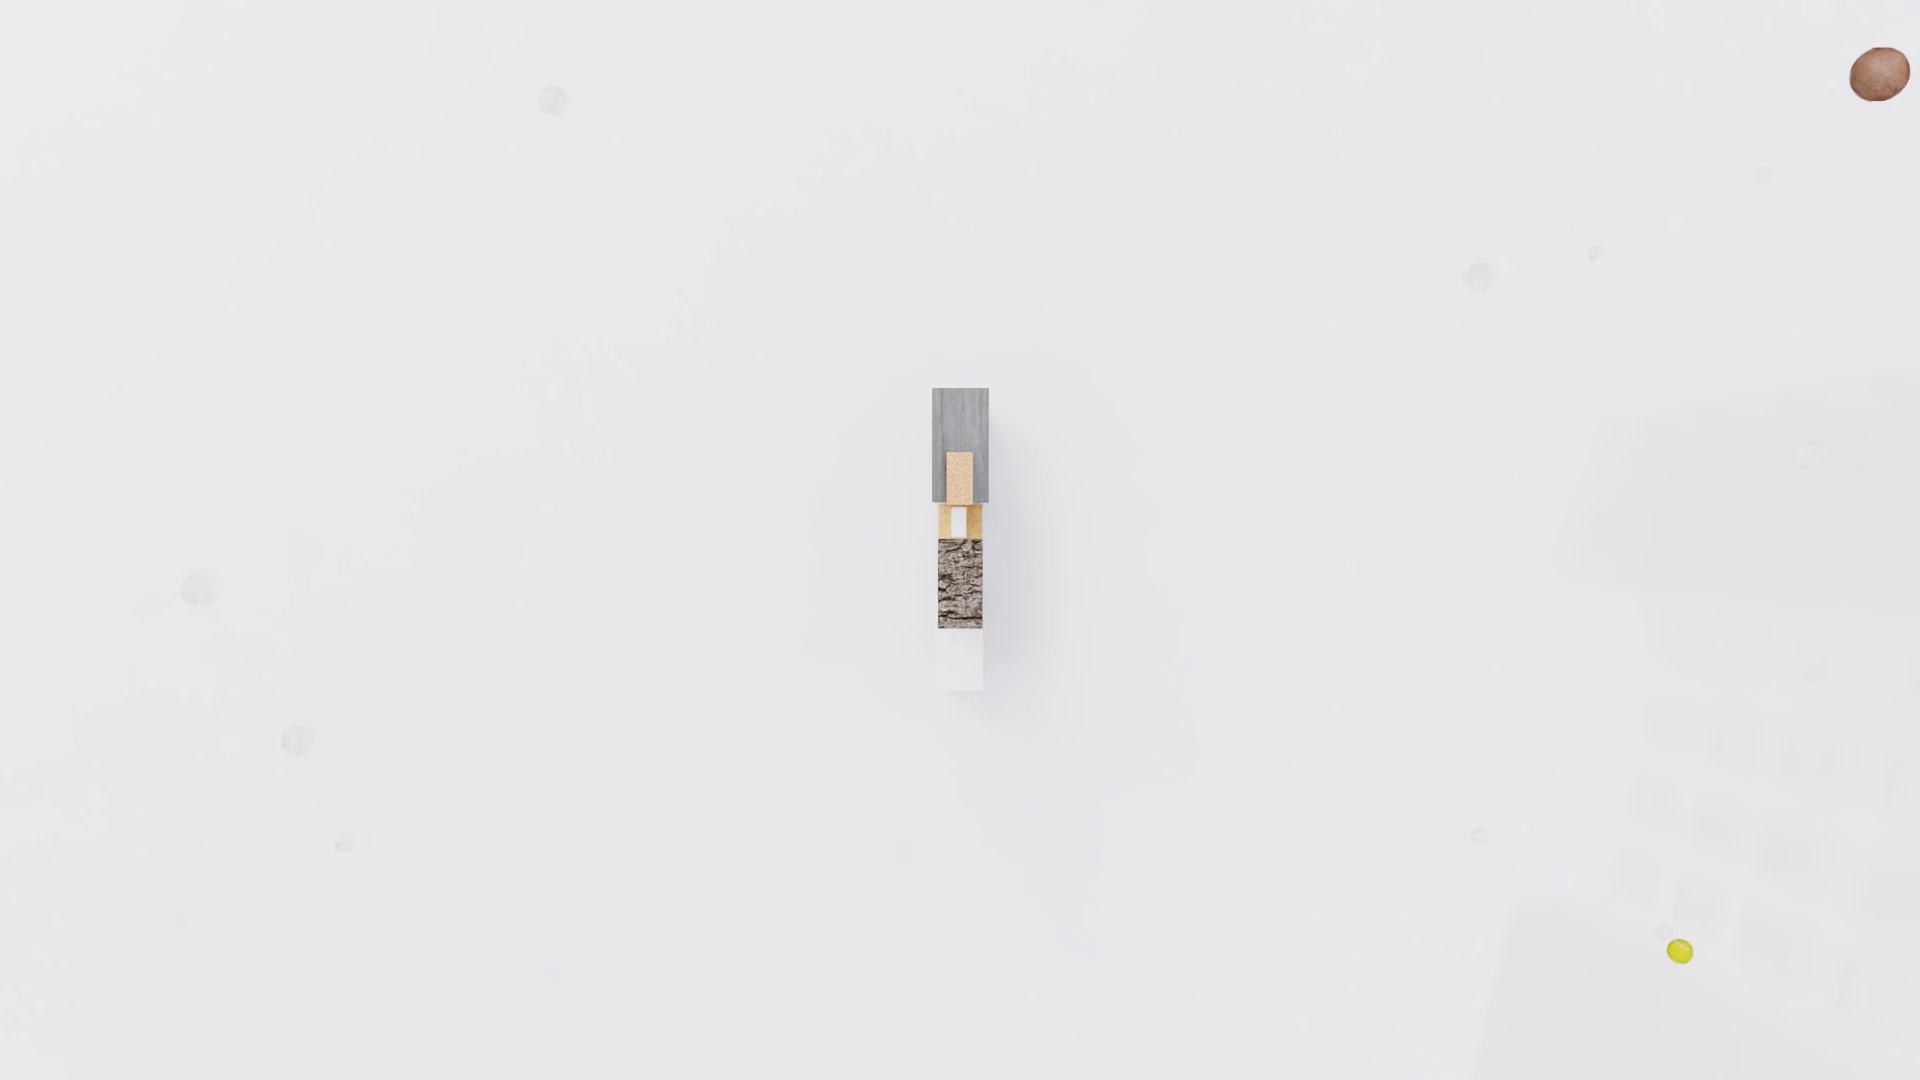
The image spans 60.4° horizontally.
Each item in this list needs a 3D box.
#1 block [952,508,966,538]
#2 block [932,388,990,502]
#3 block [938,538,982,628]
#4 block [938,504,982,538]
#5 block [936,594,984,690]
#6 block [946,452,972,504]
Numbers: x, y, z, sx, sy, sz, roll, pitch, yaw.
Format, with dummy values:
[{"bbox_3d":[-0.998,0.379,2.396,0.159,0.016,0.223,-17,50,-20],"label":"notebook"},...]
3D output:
[{"bbox_3d":[-0.004,-0.055,5.084,0.046,0.013,0.092,0,90,0],"label":"block"},{"bbox_3d":[0.002,-0.293,5.122,0.176,0.050,0.353,0,90,0],"label":"block"},{"bbox_3d":[0.001,0.129,4.875,0.133,0.038,0.266,0,90,0],"label":"block"},{"bbox_3d":[0.001,0.027,5.202,0.139,0.039,0.278,0,90,0],"label":"block"},{"bbox_3d":[-0.002,0.320,5.180,0.149,0.042,0.299,0,90,0],"label":"block"},{"bbox_3d":[0.000,-0.184,4.930,0.078,0.022,0.156,0,90,0],"label":"block"}]
